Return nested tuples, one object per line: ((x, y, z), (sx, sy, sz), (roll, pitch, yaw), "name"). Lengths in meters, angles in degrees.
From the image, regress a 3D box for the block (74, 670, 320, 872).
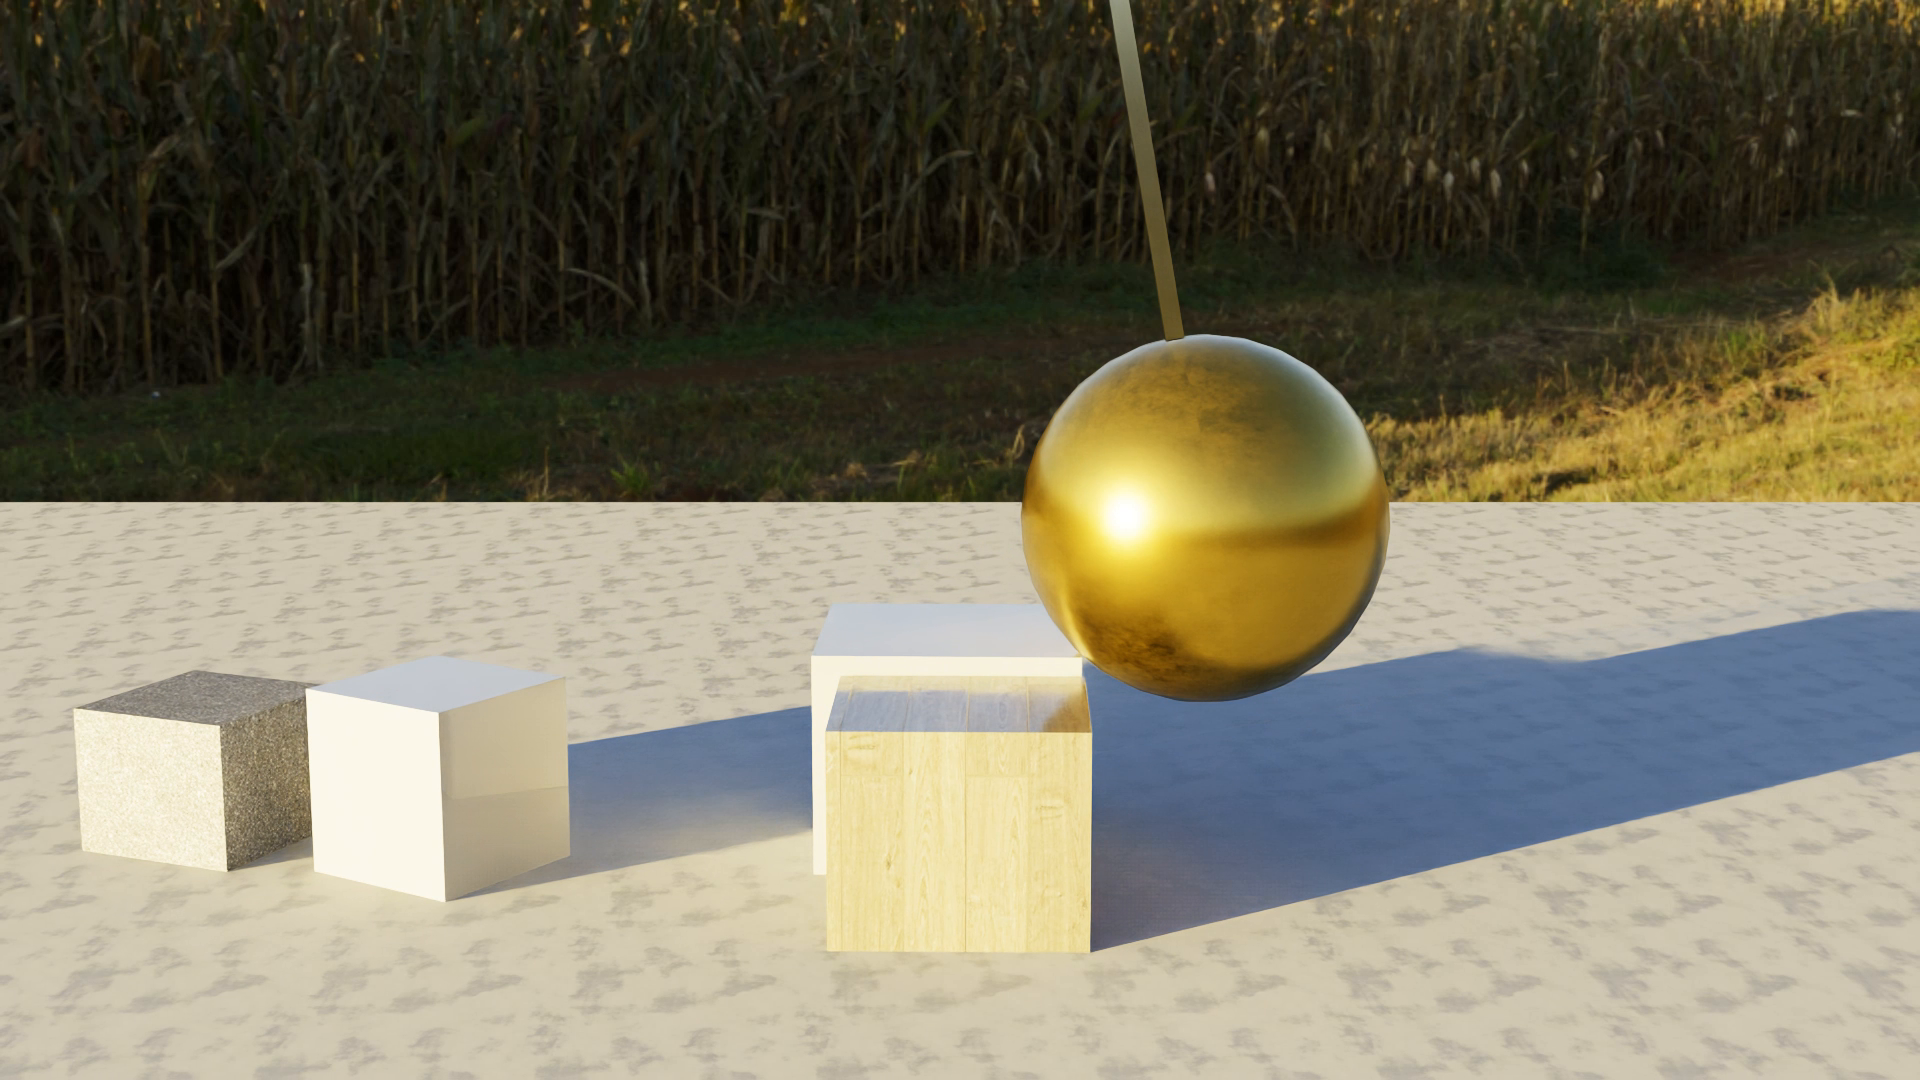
((-3.479, 1.053, 11.902), (0.818, 0.670, 0.826), (4, 11, 23), "block")

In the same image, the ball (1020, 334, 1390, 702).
((1.063, -0.093, 11.163), (1.600, 1.600, 1.600), (0, 10, 0), "ball")

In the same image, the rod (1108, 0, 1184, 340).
((0.461, -3.385, 10.565), (0.080, 5.200, 0.080), (-10, 10, 2), "rod")

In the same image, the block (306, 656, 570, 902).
((-2.326, 1.045, 11.483), (0.799, 0.835, 0.801), (7, 12, 33), "block")

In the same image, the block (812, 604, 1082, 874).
((-0.041, 0.898, 11.847), (1.181, 0.994, 1.136), (0, 10, 2), "block")

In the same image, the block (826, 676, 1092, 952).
((0.002, 1.131, 10.785), (1.064, 0.916, 0.969), (0, 10, 1), "block")
